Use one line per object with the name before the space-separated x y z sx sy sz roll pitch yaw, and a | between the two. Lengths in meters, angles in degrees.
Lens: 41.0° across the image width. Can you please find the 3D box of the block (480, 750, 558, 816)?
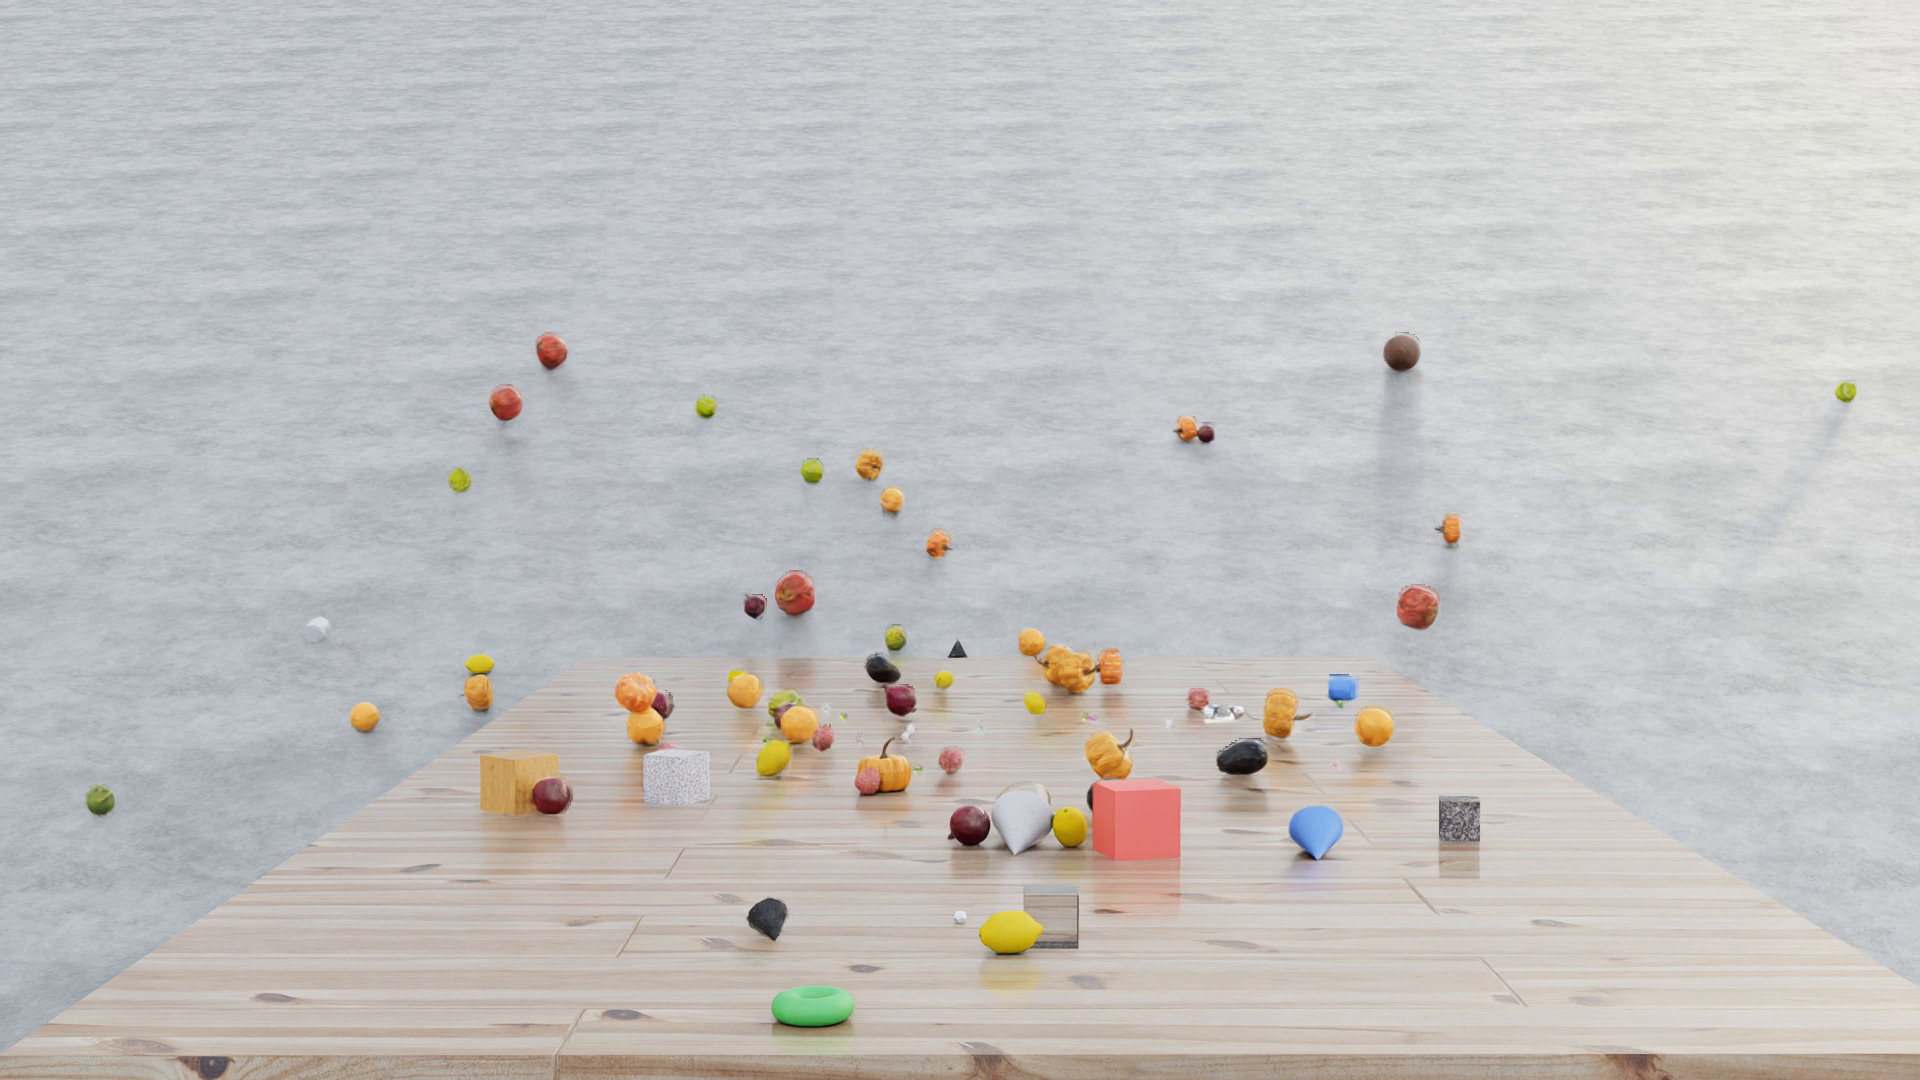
block | -0.699 0.384 4.075 0.087 0.087 0.087 3 4 41

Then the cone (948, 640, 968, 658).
cone | -0.006 0.284 6.749 0.054 0.054 0.054 0 22 0

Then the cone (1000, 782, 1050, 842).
cone | 0.105 0.420 3.797 0.092 0.092 0.092 -6 31 -16

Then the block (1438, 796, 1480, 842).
block | 0.738 0.411 3.800 0.058 0.058 0.058 0 3 9

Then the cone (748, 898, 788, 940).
cone | -0.226 0.467 3.091 0.050 0.050 0.050 -6 31 -14

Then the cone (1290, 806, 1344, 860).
cone | 0.506 0.431 3.645 0.078 0.078 0.078 2 31 5

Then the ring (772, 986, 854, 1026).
ring | -0.153 0.485 2.677 0.087 0.029 0.087 -2 3 0

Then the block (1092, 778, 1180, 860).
block | 0.252 0.399 3.670 0.098 0.098 0.098 -1 3 -16

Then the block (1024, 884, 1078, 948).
block | 0.108 0.448 3.056 0.064 0.064 0.064 0 3 0

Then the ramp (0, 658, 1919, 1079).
ramp | 0.050 0.453 4.532 2.000 0.100 4.000 0 3 0

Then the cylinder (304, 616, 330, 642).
cylinder | -1.717 0.240 6.862 0.053 0.053 0.053 4 22 9

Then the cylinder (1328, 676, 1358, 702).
cylinder | 0.829 0.322 5.563 0.051 0.051 0.051 3 21 24

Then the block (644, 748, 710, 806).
block | -0.459 0.384 4.165 0.077 0.077 0.077 1 3 26

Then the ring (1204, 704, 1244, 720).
ring | 0.540 0.351 5.258 0.083 0.028 0.083 -1 4 0
